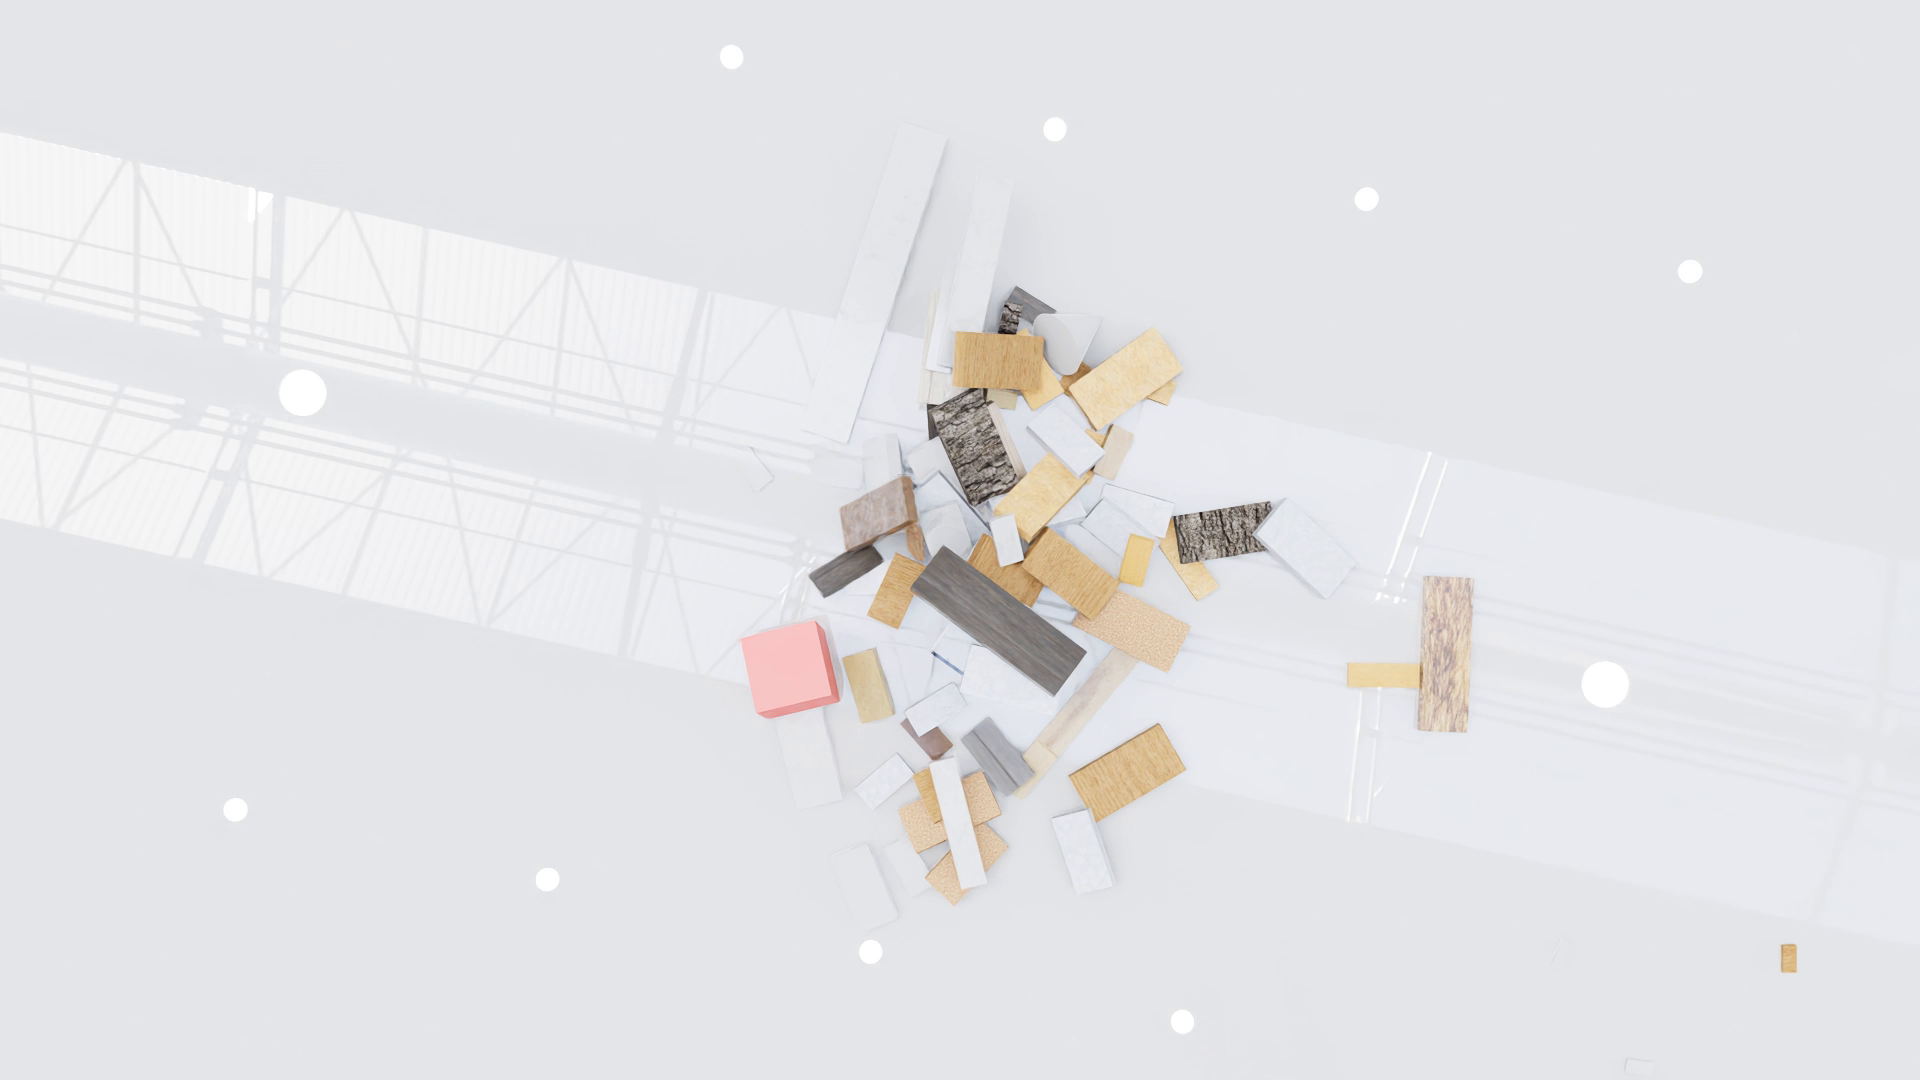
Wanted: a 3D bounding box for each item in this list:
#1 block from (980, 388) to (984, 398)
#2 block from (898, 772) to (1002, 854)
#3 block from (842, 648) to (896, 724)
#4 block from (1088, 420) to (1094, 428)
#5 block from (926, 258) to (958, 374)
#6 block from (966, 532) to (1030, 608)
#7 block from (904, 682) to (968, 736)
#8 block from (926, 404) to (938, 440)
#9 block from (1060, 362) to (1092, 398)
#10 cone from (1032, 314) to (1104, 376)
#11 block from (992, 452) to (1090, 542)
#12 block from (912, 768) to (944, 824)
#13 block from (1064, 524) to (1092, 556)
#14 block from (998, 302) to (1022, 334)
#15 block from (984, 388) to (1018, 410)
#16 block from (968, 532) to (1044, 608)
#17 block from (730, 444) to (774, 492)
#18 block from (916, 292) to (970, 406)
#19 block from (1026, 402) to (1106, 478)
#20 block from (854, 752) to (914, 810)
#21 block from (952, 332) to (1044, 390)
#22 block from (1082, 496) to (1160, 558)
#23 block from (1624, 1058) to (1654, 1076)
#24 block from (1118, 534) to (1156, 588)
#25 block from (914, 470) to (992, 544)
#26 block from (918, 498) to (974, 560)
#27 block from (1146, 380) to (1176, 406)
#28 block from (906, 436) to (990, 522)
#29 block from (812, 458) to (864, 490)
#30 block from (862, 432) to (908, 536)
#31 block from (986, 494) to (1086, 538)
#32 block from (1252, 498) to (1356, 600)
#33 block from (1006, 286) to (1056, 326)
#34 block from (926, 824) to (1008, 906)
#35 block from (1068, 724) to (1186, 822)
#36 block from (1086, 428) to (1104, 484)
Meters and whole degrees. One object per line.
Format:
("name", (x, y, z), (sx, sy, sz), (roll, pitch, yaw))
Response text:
("block", (-0.014, -0.569, 5.430), (0.179, 0.051, 0.358), (-1, 105, 0))
("block", (-0.034, 0.902, 5.458), (0.309, 0.044, 0.154), (-25, 74, 0))
("block", (-0.302, 0.484, 5.466), (0.114, 0.032, 0.229), (-17, 90, 19))
("block", (0.446, -0.462, 5.479), (0.080, 0.023, 0.159), (-22, 95, -3))
("block", (-0.037, -0.720, 5.297), (0.080, 0.023, 0.366), (11, 91, 0))
("block", (0.150, 0.101, 5.416), (0.277, 0.039, 0.139), (32, 89, -28))
("block", (-0.080, 0.562, 5.468), (0.192, 0.027, 0.096), (-31, 88, -10))
("block", (-0.014, -0.341, 5.433), (0.179, 0.051, 0.358), (-3, 104, 0))
("block", (0.377, -0.541, 5.491), (0.060, 0.017, 0.121), (38, 90, 0))
("cone", (0.398, -0.695, 5.450), (0.223, 0.223, 0.223), (-33, 90, -27))
("block", (0.266, -0.148, 5.390), (0.155, 0.044, 0.310), (39, 64, 11))
("block", (-0.082, 0.839, 5.445), (0.086, 0.024, 0.173), (-26, 74, 0))
("block", (0.380, 0.040, 5.488), (0.085, 0.024, 0.169), (12, 90, 0))
("block", (0.165, -0.726, 5.474), (0.060, 0.017, 0.121), (13, 106, -2))
("block", (0.134, -0.470, 5.459), (0.121, 0.017, 0.060), (9, 90, -34))
("block", (0.155, 0.100, 5.373), (0.277, 0.039, 0.139), (29, 90, -29))
("block", (-0.693, -0.239, 5.490), (0.072, 0.020, 0.143), (-37, 90, 0))
("block", (-0.029, -0.611, 5.338), (0.179, 0.051, 0.358), (8, 92, 0))
("block", (0.349, -0.328, 5.439), (0.122, 0.035, 0.245), (-41, 76, -15))
("block", (-0.251, 0.803, 5.487), (0.185, 0.026, 0.093), (-40, 90, 0))
("block", (0.125, -0.576, 5.312), (0.347, 0.049, 0.173), (-3, 101, -43))
("block", (0.530, -0.026, 5.448), (0.238, 0.034, 0.119), (38, 119, -4))
("block", (2.262, 1.756, 5.493), (0.092, 0.013, 0.046), (8, 90, 0))
("block", (0.581, 0.068, 5.444), (0.086, 0.024, 0.171), (16, 118, 7))
("block", (-0.027, -0.056, 5.413), (0.162, 0.046, 0.324), (-38, 105, 11))
("block", (-0.031, 0.018, 5.394), (0.139, 0.039, 0.277), (-18, 108, 5))
("block", (0.626, -0.516, 5.488), (0.169, 0.024, 0.085), (20, 90, 0))
("block", (-0.031, -0.179, 5.420), (0.162, 0.046, 0.324), (-27, 107, 8))
("block", (-0.407, -0.220, 5.489), (0.160, 0.023, 0.080), (9, 90, 0))
("block", (-0.248, -0.178, 5.406), (0.046, 0.162, 0.324), (-3, 84, -31))
("block", (0.250, -0.100, 5.411), (0.296, 0.042, 0.148), (-15, 67, -16))
("block", (1.137, 0.028, 5.447), (0.322, 0.046, 0.161), (42, 82, -7))
("block", (0.233, -0.770, 5.489), (0.159, 0.023, 0.080), (32, 90, 0))
("block", (0.022, 1.069, 5.467), (0.132, 0.037, 0.265), (44, 84, 0))
("block", (0.555, 0.773, 5.475), (0.349, 0.049, 0.175), (-30, 90, 0))
("block", (0.427, -0.278, 5.488), (0.085, 0.024, 0.169), (24, 90, 0))
